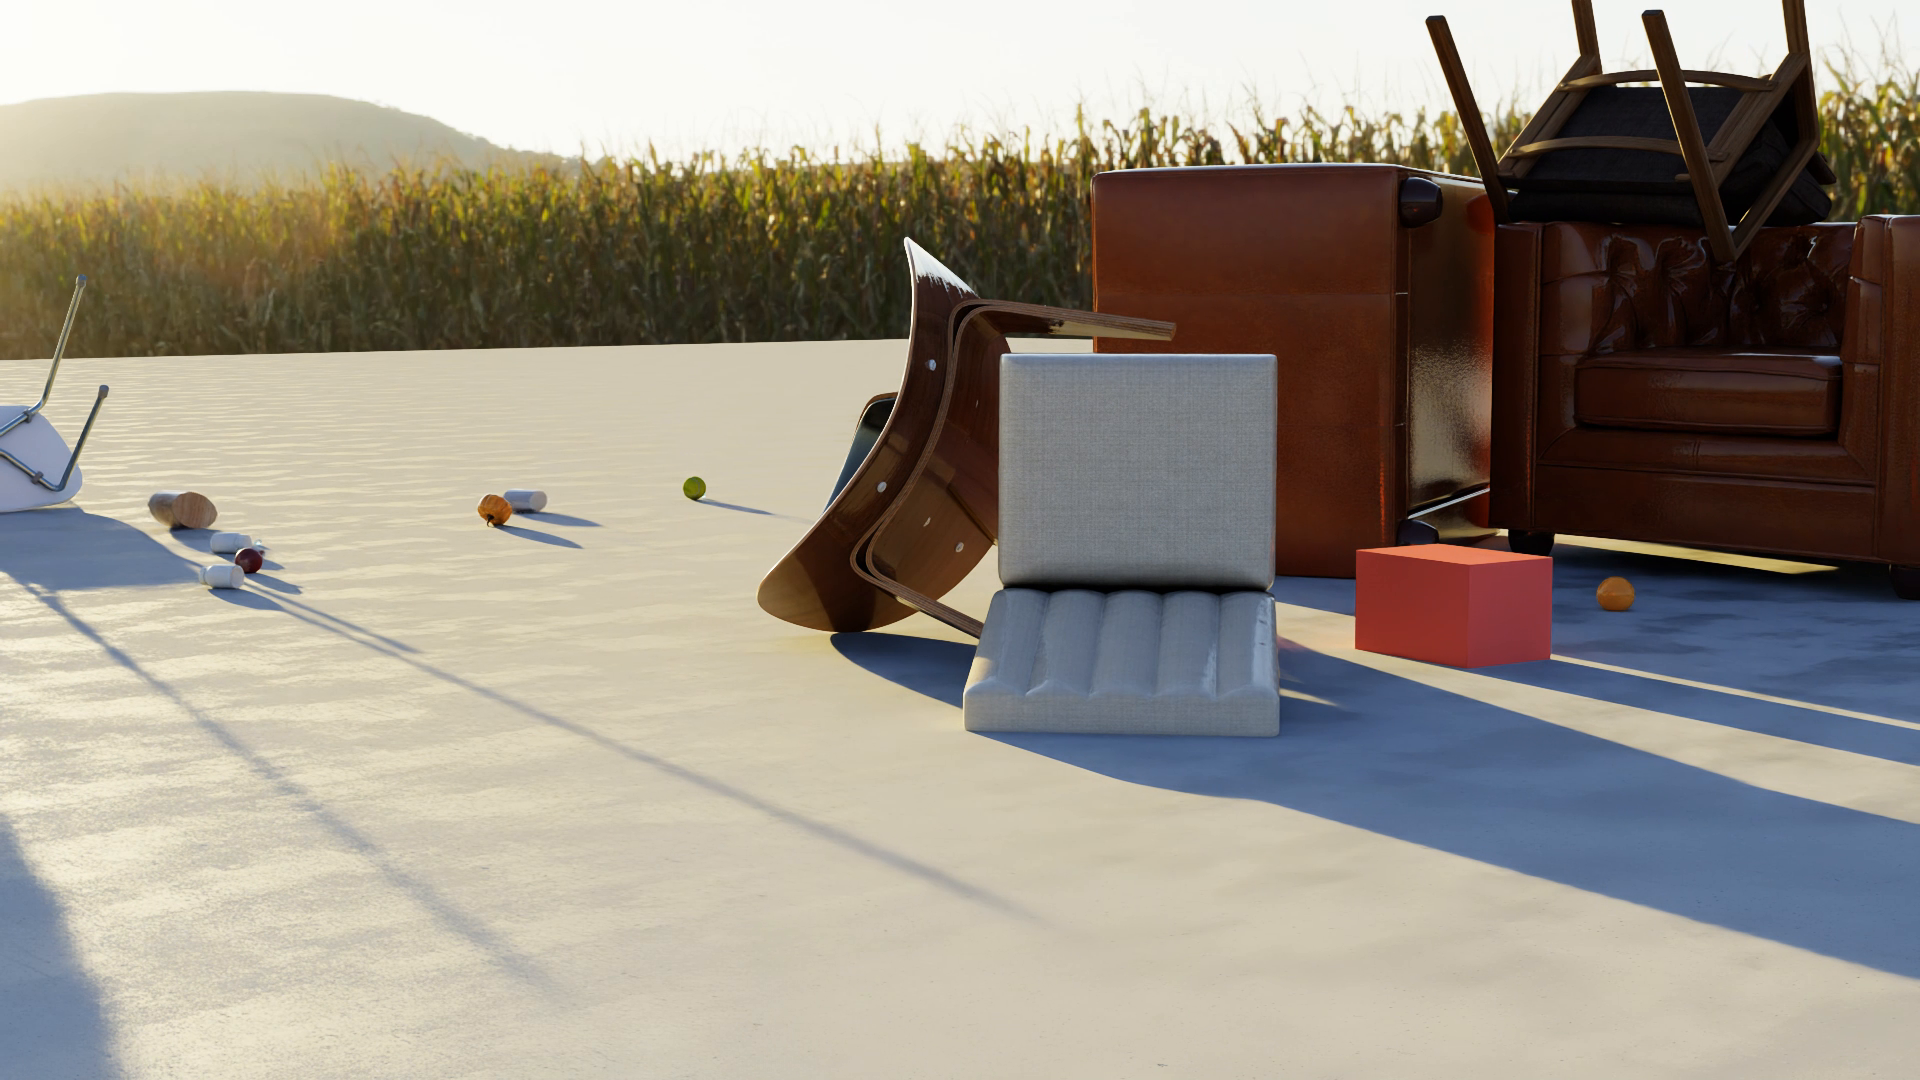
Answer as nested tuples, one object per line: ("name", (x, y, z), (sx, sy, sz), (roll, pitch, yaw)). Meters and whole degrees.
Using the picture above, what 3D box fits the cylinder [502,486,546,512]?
("cylinder", (-1.219, -0.110, 7.188), (0.088, 0.059, 0.101), (15, 4, 13))

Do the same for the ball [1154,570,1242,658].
("ball", (0.413, 0.127, 4.440), (0.152, 0.152, 0.152), (0, 6, 0))

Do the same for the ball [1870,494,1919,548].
("ball", (2.279, -0.047, 6.232), (0.130, 0.130, 0.130), (0, 6, 0))

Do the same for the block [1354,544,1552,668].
("block", (0.858, 0.111, 4.472), (0.199, 0.176, 0.276), (-4, 7, -34))

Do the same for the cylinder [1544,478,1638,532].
("cylinder", (1.639, -0.091, 6.652), (0.186, 0.122, 0.180), (-22, -9, 37))
